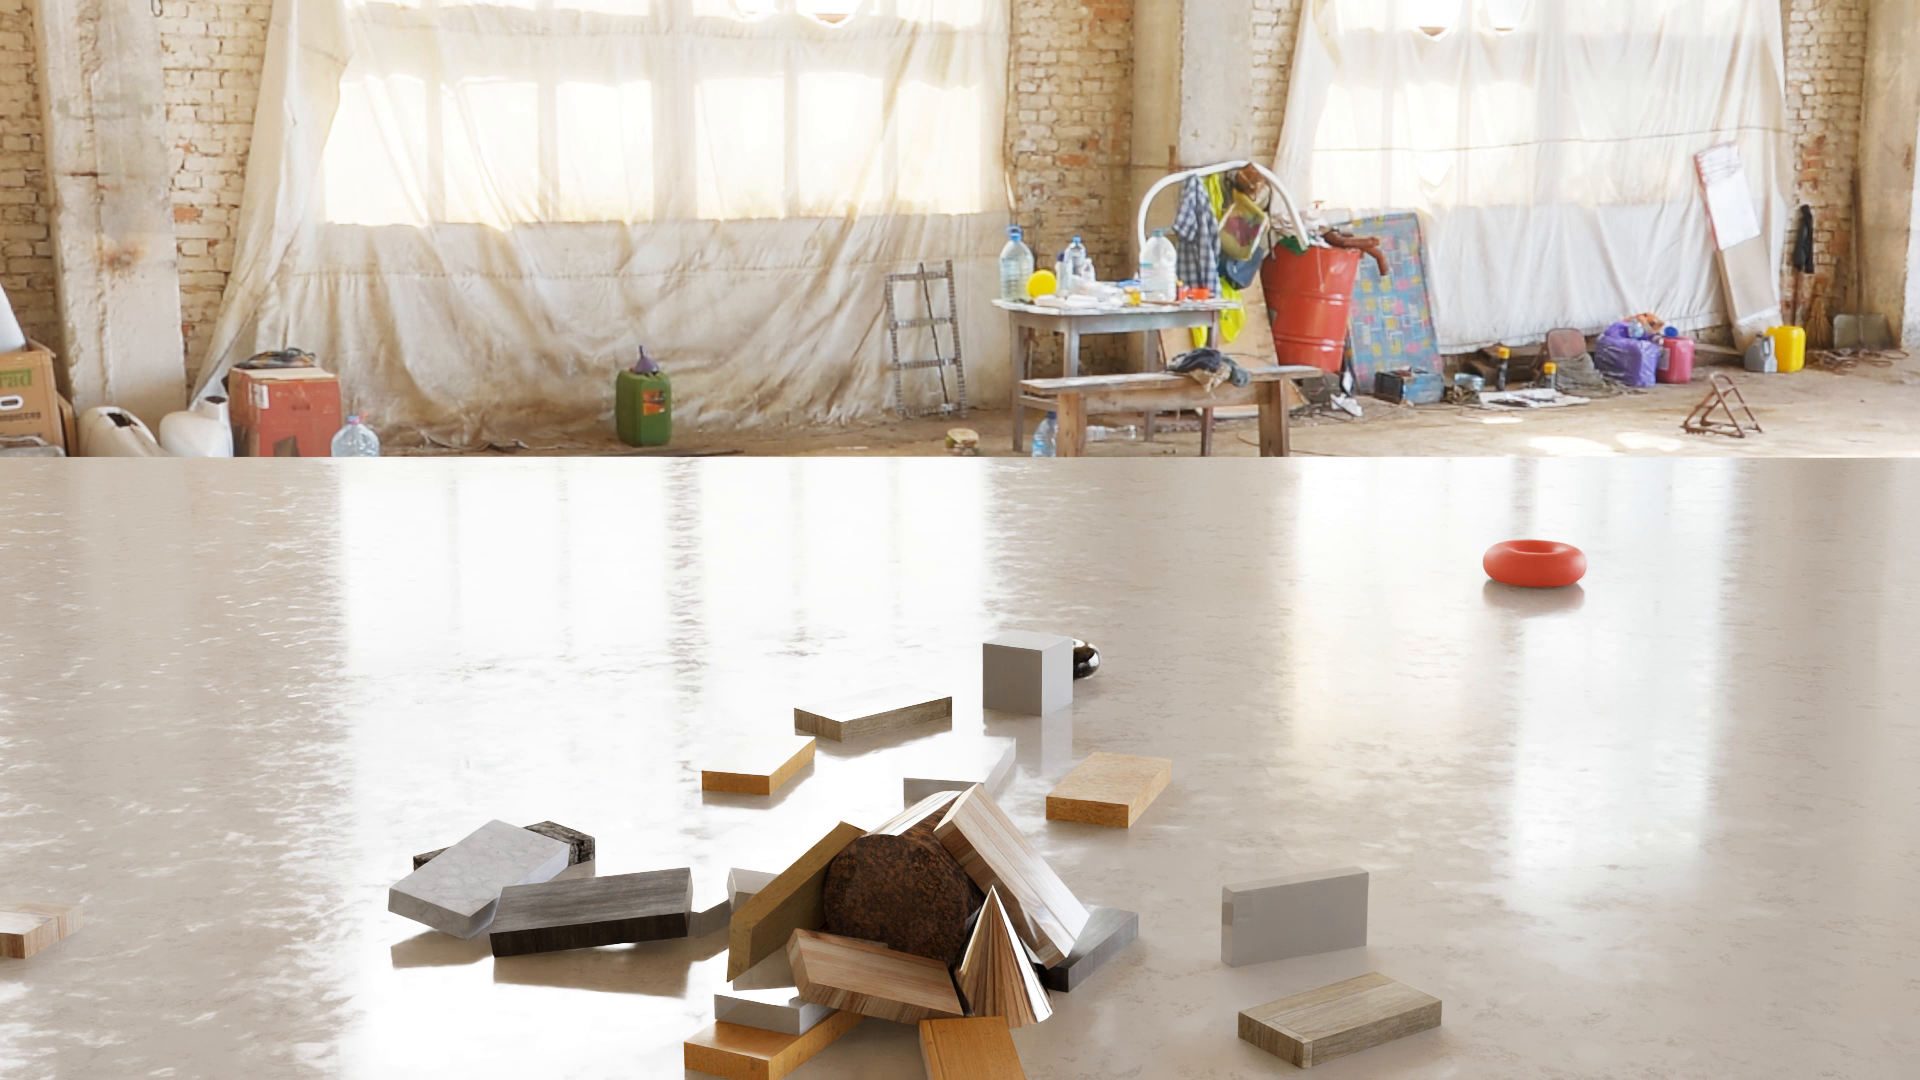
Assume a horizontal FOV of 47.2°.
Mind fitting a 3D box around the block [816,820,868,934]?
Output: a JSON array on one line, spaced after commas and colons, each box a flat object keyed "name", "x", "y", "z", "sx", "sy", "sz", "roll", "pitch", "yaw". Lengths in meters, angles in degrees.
[{"name": "block", "x": -0.182, "y": 0.548, "z": 3.480, "sx": 0.118, "sy": 0.033, "sz": 0.236, "roll": 21, "pitch": 36, "yaw": 9}]

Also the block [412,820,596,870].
[{"name": "block", "x": -0.783, "y": 0.547, "z": 3.791, "sx": 0.139, "sy": 0.039, "sz": 0.278, "roll": 10, "pitch": 15, "yaw": 43}]

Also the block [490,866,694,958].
[{"name": "block", "x": -0.575, "y": 0.583, "z": 3.450, "sx": 0.300, "sy": 0.042, "sz": 0.150, "roll": -6, "pitch": 19, "yaw": -1}]

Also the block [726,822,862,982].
[{"name": "block", "x": -0.248, "y": 0.550, "z": 3.308, "sx": 0.038, "sy": 0.135, "sz": 0.271, "roll": 26, "pitch": 38, "yaw": 24}]

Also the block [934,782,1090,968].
[{"name": "block", "x": 0.079, "y": 0.500, "z": 3.286, "sx": 0.038, "sy": 0.266, "sz": 0.133, "roll": -38, "pitch": 3, "yaw": 26}]

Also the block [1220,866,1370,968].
[{"name": "block", "x": 0.518, "y": 0.580, "z": 3.394, "sx": 0.240, "sy": 0.120, "sz": 0.034, "roll": -4, "pitch": 11, "yaw": -22}]

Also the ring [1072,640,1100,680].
[{"name": "ring", "x": 0.221, "y": 0.279, "z": 5.146, "sx": 0.219, "sy": 0.073, "sz": 0.219, "roll": 0, "pitch": 9, "yaw": 0}]

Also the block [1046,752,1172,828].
[{"name": "block", "x": 0.286, "y": 0.472, "z": 4.181, "sx": 0.158, "sy": 0.045, "sz": 0.315, "roll": 4, "pitch": 11, "yaw": 19}]

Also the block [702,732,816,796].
[{"name": "block", "x": -0.397, "y": 0.442, "z": 4.359, "sx": 0.139, "sy": 0.039, "sz": 0.278, "roll": 3, "pitch": 11, "yaw": 14}]

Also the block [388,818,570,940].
[{"name": "block", "x": -0.785, "y": 0.552, "z": 3.606, "sx": 0.150, "sy": 0.042, "sz": 0.300, "roll": 16, "pitch": 20, "yaw": 18}]

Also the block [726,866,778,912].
[{"name": "block", "x": -0.251, "y": 0.575, "z": 3.522, "sx": 0.236, "sy": 0.033, "sz": 0.118, "roll": 10, "pitch": 8, "yaw": -12}]

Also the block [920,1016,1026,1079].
[{"name": "block", "x": 0.016, "y": 0.705, "z": 2.955, "sx": 0.119, "sy": 0.034, "sz": 0.238, "roll": -1, "pitch": 11, "yaw": -7}]

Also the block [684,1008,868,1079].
[{"name": "block", "x": -0.253, "y": 0.682, "z": 3.070, "sx": 0.135, "sy": 0.038, "sz": 0.271, "roll": 5, "pitch": 12, "yaw": 27}]

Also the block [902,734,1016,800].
[{"name": "block", "x": 0.002, "y": 0.447, "z": 4.316, "sx": 0.157, "sy": 0.045, "sz": 0.315, "roll": 2, "pitch": 11, "yaw": 12}]

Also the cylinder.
[{"name": "cylinder", "x": -0.048, "y": 0.529, "z": 3.358, "sx": 0.235, "sy": 0.235, "sz": 0.235, "roll": 5, "pitch": 12, "yaw": 25}]

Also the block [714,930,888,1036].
[{"name": "block", "x": -0.224, "y": 0.629, "z": 3.142, "sx": 0.135, "sy": 0.038, "sz": 0.271, "roll": 5, "pitch": 12, "yaw": 24}]

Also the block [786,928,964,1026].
[{"name": "block", "x": -0.120, "y": 0.621, "z": 3.099, "sx": 0.238, "sy": 0.034, "sz": 0.119, "roll": 17, "pitch": 22, "yaw": -22}]

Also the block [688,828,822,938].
[{"name": "block", "x": -0.368, "y": 0.568, "z": 3.671, "sx": 0.150, "sy": 0.042, "sz": 0.408, "roll": 6, "pitch": 12, "yaw": 30}]

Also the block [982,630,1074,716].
[{"name": "block", "x": 0.150, "y": 0.293, "z": 4.862, "sx": 0.148, "sy": 0.148, "sz": 0.148, "roll": 6, "pitch": 12, "yaw": 29}]

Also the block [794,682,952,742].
[{"name": "block", "x": -0.185, "y": 0.369, "z": 4.735, "sx": 0.315, "sy": 0.045, "sz": 0.158, "roll": -10, "pitch": 14, "yaw": -42}]

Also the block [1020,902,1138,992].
[{"name": "block", "x": 0.162, "y": 0.623, "z": 3.388, "sx": 0.133, "sy": 0.038, "sz": 0.266, "roll": 5, "pitch": 12, "yaw": 27}]

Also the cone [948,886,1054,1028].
[{"name": "cone", "x": 0.047, "y": 0.588, "z": 3.185, "sx": 0.182, "sy": 0.182, "sz": 0.182, "roll": 0, "pitch": 11, "yaw": 0}]

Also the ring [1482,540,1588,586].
[{"name": "ring", "x": 1.629, "y": 0.066, "z": 6.236, "sx": 0.289, "sy": 0.096, "sz": 0.289, "roll": -1, "pitch": 12, "yaw": 0}]

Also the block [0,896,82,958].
[{"name": "block", "x": -1.553, "y": 0.606, "z": 3.477, "sx": 0.278, "sy": 0.039, "sz": 0.139, "roll": 3, "pitch": 11, "yaw": 15}]

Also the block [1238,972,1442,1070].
[{"name": "block", "x": 0.537, "y": 0.676, "z": 3.105, "sx": 0.265, "sy": 0.038, "sz": 0.133, "roll": -7, "pitch": 13, "yaw": -34}]
